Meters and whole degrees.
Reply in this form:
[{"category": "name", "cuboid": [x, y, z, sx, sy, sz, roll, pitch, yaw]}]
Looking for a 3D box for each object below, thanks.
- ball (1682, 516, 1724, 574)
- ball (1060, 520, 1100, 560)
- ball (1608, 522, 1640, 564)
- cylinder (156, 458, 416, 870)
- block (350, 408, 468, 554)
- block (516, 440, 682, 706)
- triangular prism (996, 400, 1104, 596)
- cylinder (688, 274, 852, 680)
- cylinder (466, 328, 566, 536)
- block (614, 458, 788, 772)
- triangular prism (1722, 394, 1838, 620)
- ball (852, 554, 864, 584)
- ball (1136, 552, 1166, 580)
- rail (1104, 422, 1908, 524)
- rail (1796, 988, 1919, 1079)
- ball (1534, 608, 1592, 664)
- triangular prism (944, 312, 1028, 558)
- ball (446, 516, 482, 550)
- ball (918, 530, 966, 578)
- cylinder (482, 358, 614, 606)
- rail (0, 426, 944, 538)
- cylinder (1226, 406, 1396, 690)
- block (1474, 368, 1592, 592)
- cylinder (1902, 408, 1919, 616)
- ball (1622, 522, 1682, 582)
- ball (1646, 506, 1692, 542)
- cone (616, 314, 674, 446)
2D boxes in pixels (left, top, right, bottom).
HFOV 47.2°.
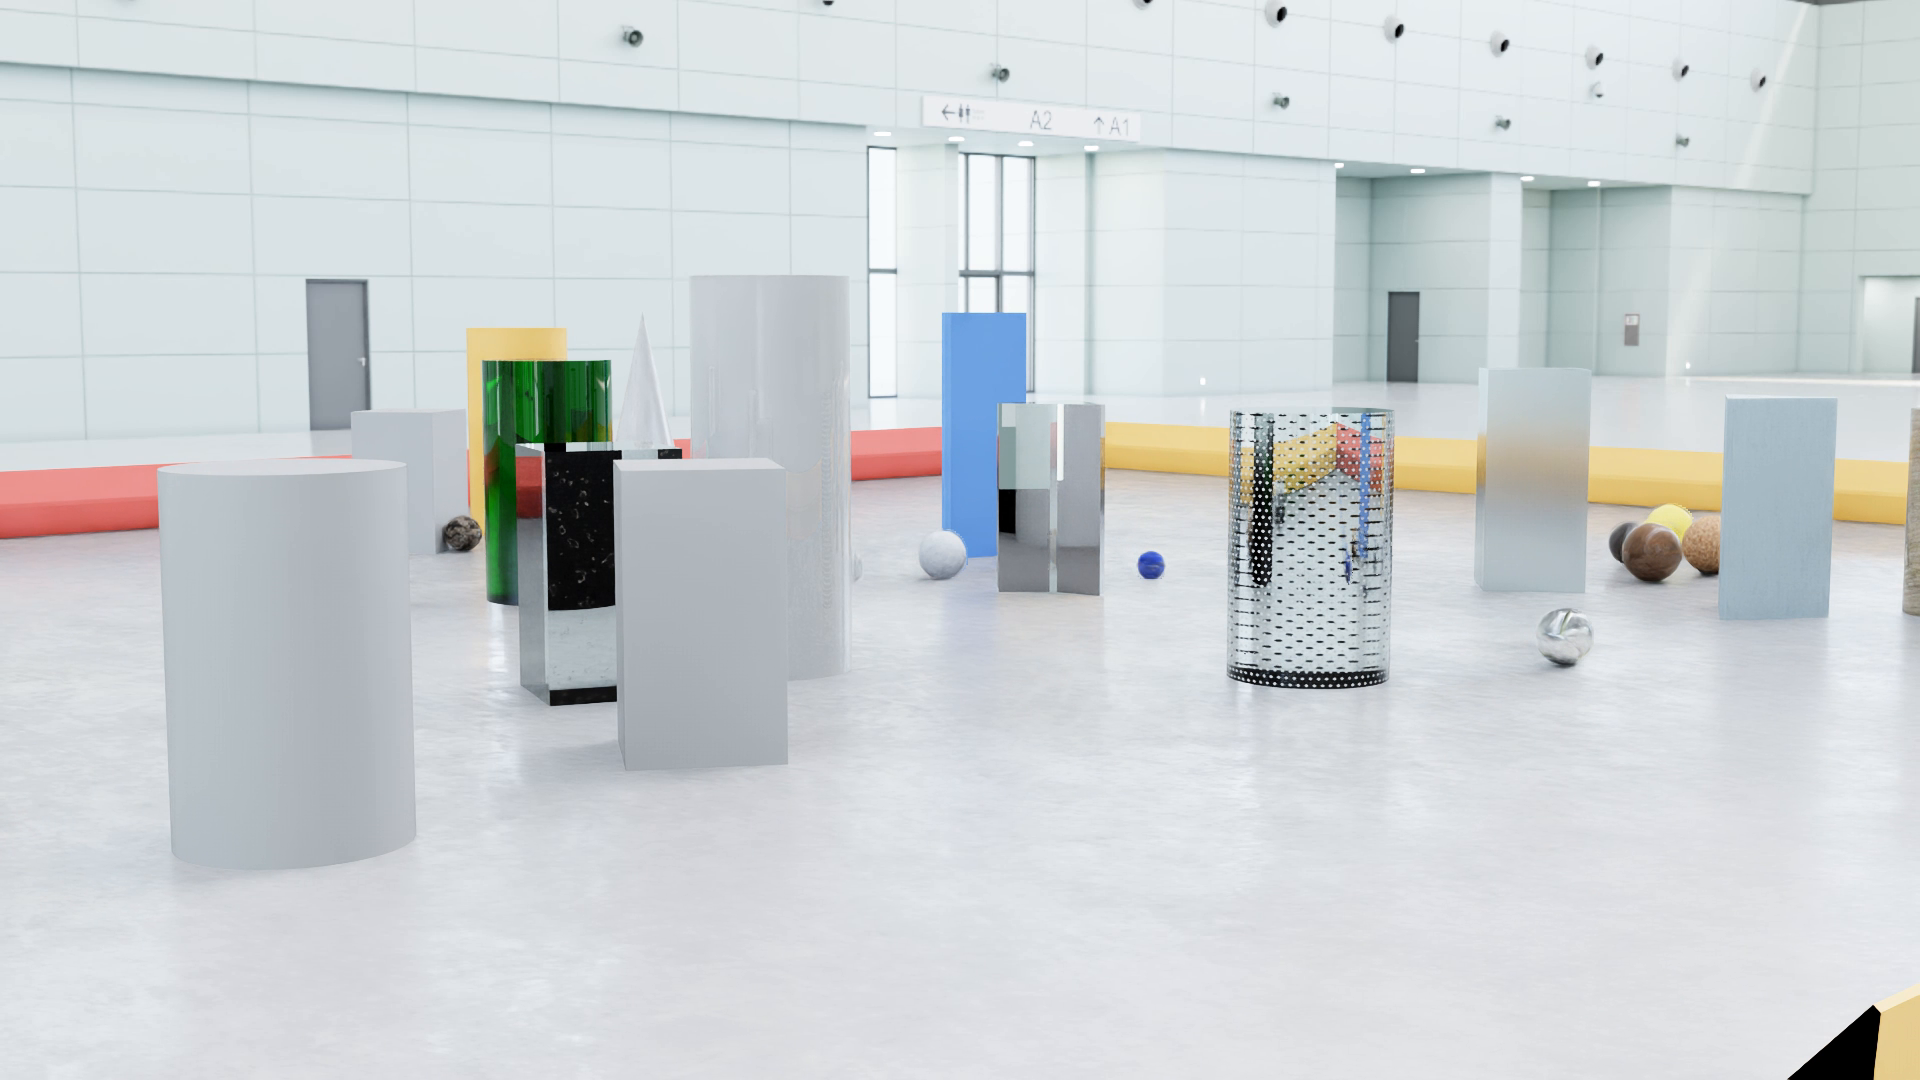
[{"category": "ball", "cuboid": [1.275, 0.008, 3.726, 0.099, 0.099, 0.099, 0, 6, 0]}, {"category": "ball", "cuboid": [0.215, 0.000, 3.943, 0.069, 0.069, 0.069, 0, 6, 0]}, {"category": "ball", "cuboid": [1.176, 0.007, 3.854, 0.075, 0.075, 0.075, 0, 6, 0]}, {"category": "cylinder", "cuboid": [-0.560, 0.096, 1.837, 0.198, 0.316, 0.198, 0, 6, 0]}, {"category": "block", "cuboid": [-1.028, -0.113, 4.116, 0.158, 0.259, 0.158, 1, 6, 10]}, {"category": "block", "cuboid": [-0.421, 0.034, 2.569, 0.158, 0.288, 0.158, -3, 6, -23]}, {"category": "triangular prism", "cuboid": [0.161, -0.071, 3.520, 0.171, 0.299, 0.148, 2, 6, 16]}, {"category": "cylinder", "cuboid": [-0.233, -0.082, 2.722, 0.198, 0.486, 0.198, 0, 6, 0]}, {"category": "cylinder", "cuboid": [-0.889, -0.222, 4.431, 0.198, 0.410, 0.198, 0, 6, 0]}, {"category": "block", "cuboid": [-0.263, 0.069, 2.210, 0.158, 0.292, 0.158, -1, 6, -11]}, {"category": "triangular prism", "cuboid": [1.168, -0.052, 3.244, 0.171, 0.320, 0.148, -1, 6, -12]}, {"category": "ball", "cuboid": [-0.184, 0.047, 3.576, 0.053, 0.053, 0.053, 0, 6, 0]}, {"category": "ball", "cuboid": [0.317, 0.042, 3.649, 0.047, 0.047, 0.047, 0, 6, 0]}, {"category": "rail", "cuboid": [1.676, -0.127, 4.870, 0.045, 0.128, 4.005, -5, 8, -42]}, {"category": "rail", "cuboid": [1.342, 0.184, 1.886, 4.608, 0.128, 0.045, -5, 8, -42]}, {"category": "ball", "cuboid": [0.761, 0.122, 2.772, 0.071, 0.071, 0.071, 0, 6, 0]}, {"category": "triangular prism", "cuboid": [0.010, -0.196, 4.035, 0.171, 0.441, 0.148, -4, 7, -33]}, {"category": "ball", "cuboid": [-0.921, -0.012, 4.083, 0.065, 0.065, 0.065, 0, 6, 0]}, {"category": "ball", "cuboid": [-0.030, 0.024, 3.658, 0.081, 0.081, 0.081, 0, 6, 0]}, {"category": "cylinder", "cuboid": [-0.635, -0.094, 3.399, 0.198, 0.369, 0.198, 0, 6, 0]}, {"category": "rail", "cuboid": [-1.342, -0.118, 4.778, 4.608, 0.128, 0.045, -5, 8, -42]}, {"category": "cylinder", "cuboid": [0.425, 0.004, 2.674, 0.198, 0.325, 0.198, 0, 6, 0]}, {"category": "block", "cuboid": [0.921, -0.100, 3.549, 0.158, 0.352, 0.158, 1, 6, 8]}, {"category": "cylinder", "cuboid": [1.492, -0.040, 3.218, 0.198, 0.301, 0.198, 0, 6, 0]}, {"category": "ball", "cuboid": [1.140, 0.020, 3.623, 0.096, 0.096, 0.096, 0, 6, 0]}, {"category": "ball", "cuboid": [1.318, -0.023, 4.089, 0.085, 0.085, 0.085, 0, 6, 0]}, {"category": "cone", "cuboid": [-0.558, -0.183, 3.890, 0.198, 0.444, 0.198, 0, 6, 0]}]
